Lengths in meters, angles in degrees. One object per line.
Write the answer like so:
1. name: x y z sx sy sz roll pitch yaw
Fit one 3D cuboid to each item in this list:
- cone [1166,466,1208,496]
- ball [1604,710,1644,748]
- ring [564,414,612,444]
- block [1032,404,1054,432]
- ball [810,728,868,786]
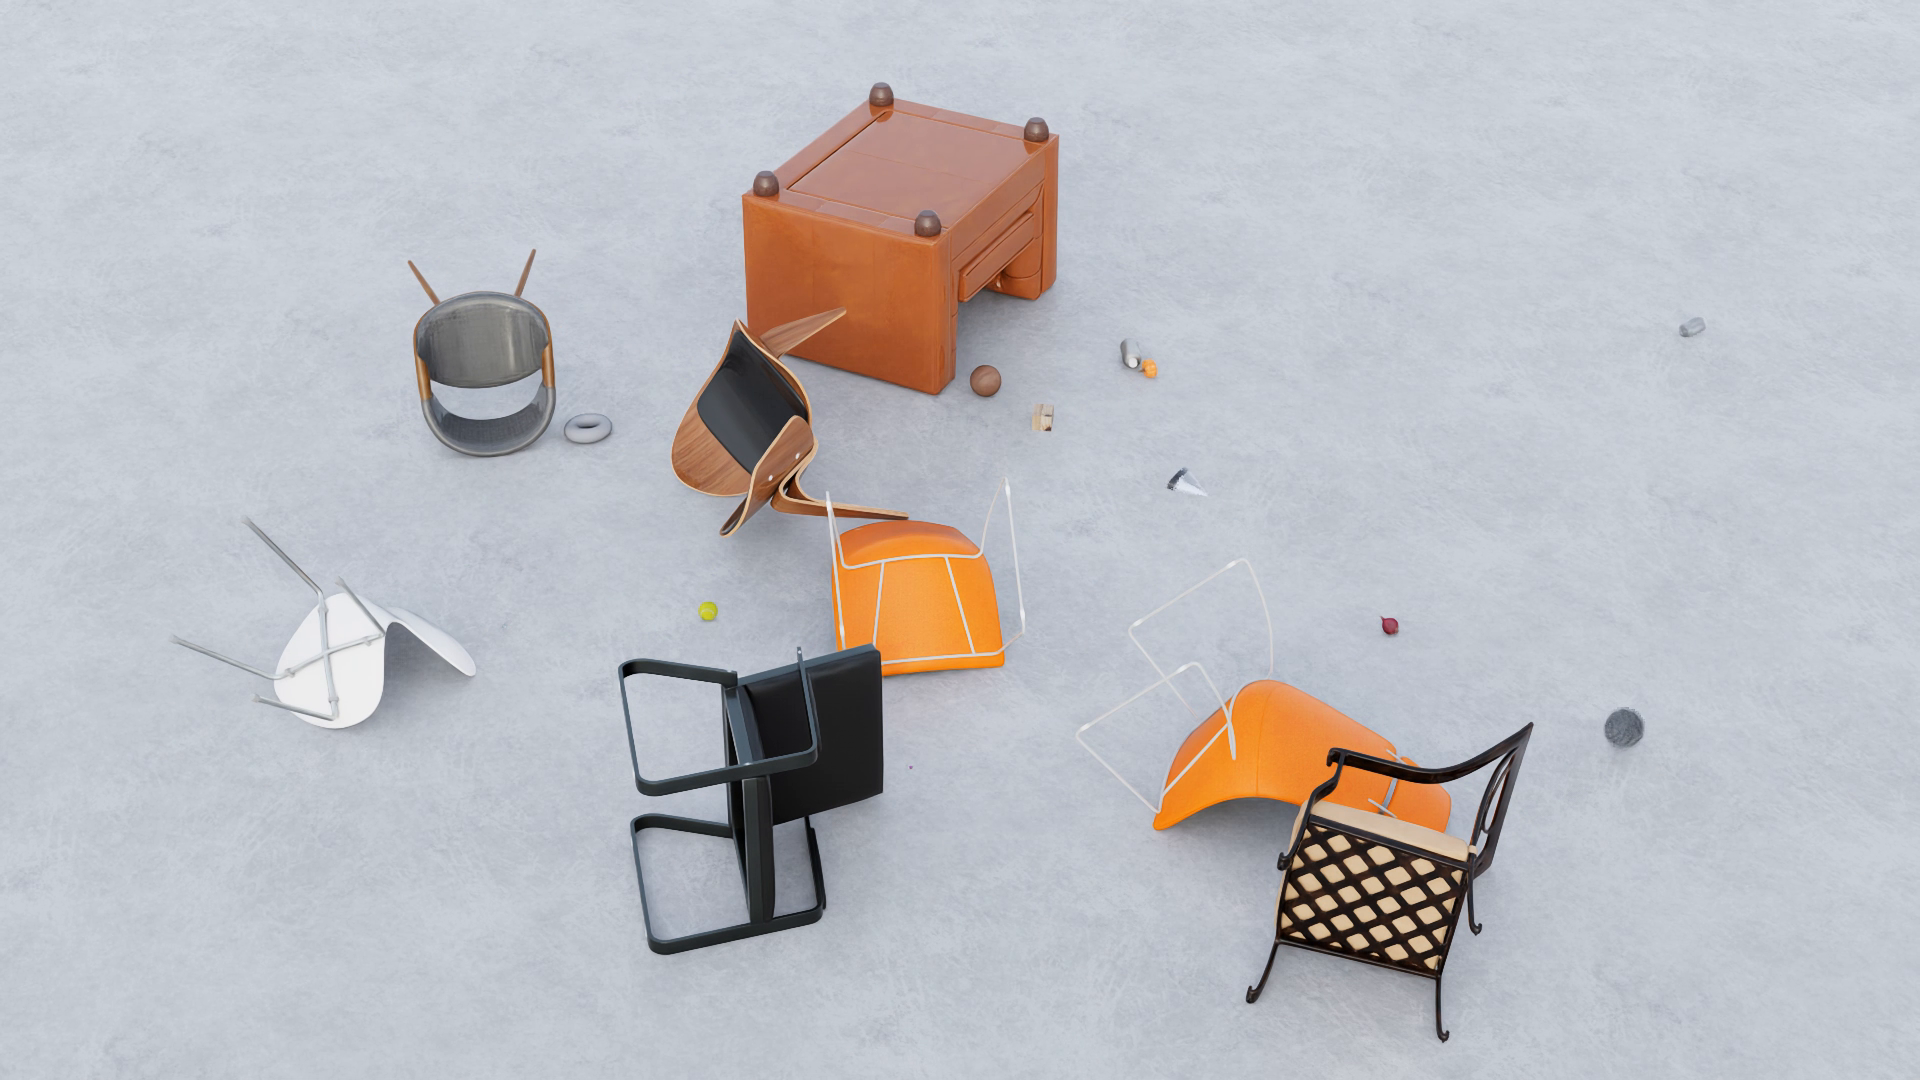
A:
1. cone: 0.891 -0.203 11.220 0.147 0.071 0.156 31 41 19
2. ball: 2.233 0.636 9.860 0.131 0.131 0.131 0 33 0
3. ring: -1.466 -0.441 11.561 0.195 0.059 0.171 -19 39 -27
4. block: 0.329 -0.486 11.622 0.075 0.066 0.095 4 34 6
5. ball: -0.402 0.714 9.687 0.191 0.191 0.191 0 33 0
